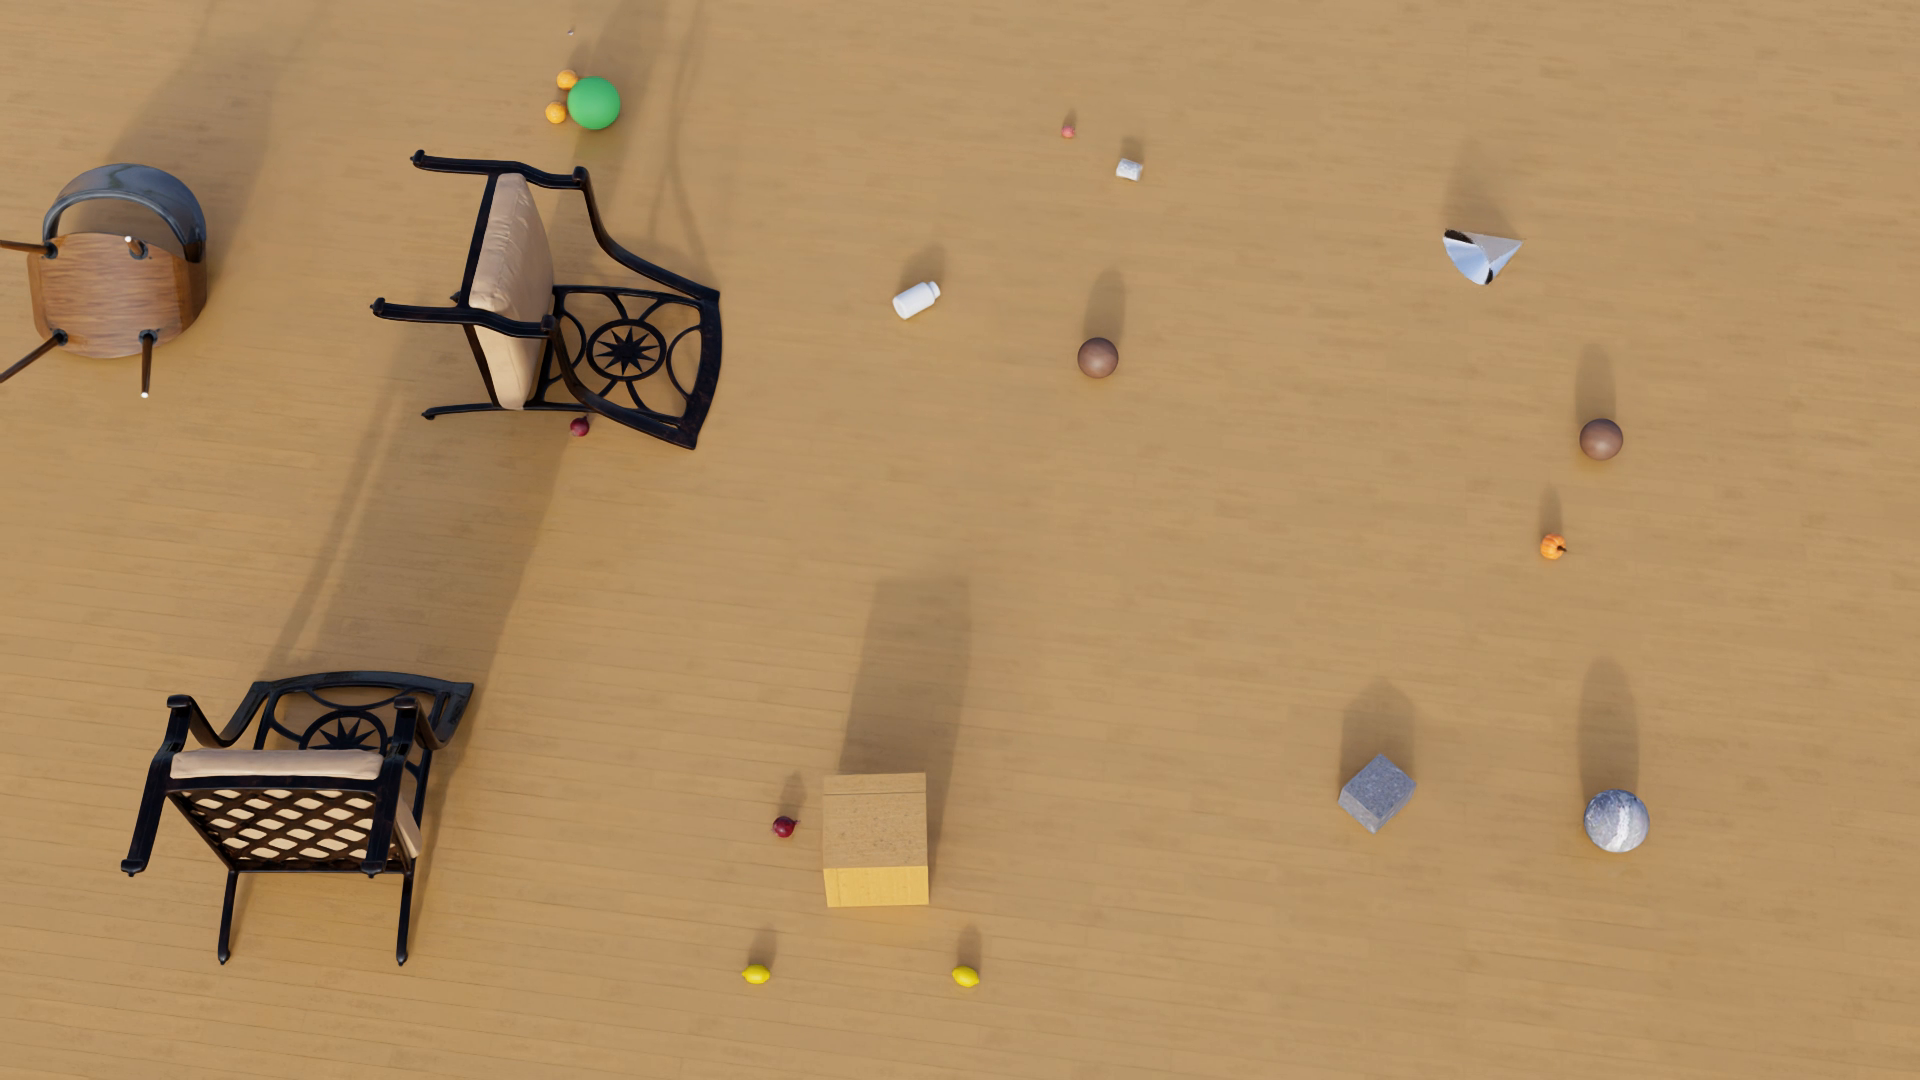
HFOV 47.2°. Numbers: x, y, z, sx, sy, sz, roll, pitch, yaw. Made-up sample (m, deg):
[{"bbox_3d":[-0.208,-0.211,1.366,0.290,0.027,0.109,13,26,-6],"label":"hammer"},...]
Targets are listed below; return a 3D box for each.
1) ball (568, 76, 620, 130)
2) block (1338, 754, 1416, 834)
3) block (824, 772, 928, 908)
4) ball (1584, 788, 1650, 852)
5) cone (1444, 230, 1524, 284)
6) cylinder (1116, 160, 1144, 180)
[{"bbox_3d":[-1.243,-1.483,7.462,0.178,0.178,0.178,0,56,0],"label":"ball"},{"bbox_3d":[1.147,0.698,6.049,0.158,0.094,0.131,-38,64,-22],"label":"block"},{"bbox_3d":[-0.224,0.804,5.891,0.271,0.238,0.273,-1,56,-1],"label":"block"},{"bbox_3d":[1.779,0.761,5.960,0.172,0.172,0.172,0,56,0],"label":"ball"},{"bbox_3d":[1.750,-0.948,7.174,0.254,0.123,0.243,-17,53,-28],"label":"cone"},{"bbox_3d":[0.568,-1.242,7.376,0.071,0.052,0.066,14,39,33],"label":"cylinder"}]
